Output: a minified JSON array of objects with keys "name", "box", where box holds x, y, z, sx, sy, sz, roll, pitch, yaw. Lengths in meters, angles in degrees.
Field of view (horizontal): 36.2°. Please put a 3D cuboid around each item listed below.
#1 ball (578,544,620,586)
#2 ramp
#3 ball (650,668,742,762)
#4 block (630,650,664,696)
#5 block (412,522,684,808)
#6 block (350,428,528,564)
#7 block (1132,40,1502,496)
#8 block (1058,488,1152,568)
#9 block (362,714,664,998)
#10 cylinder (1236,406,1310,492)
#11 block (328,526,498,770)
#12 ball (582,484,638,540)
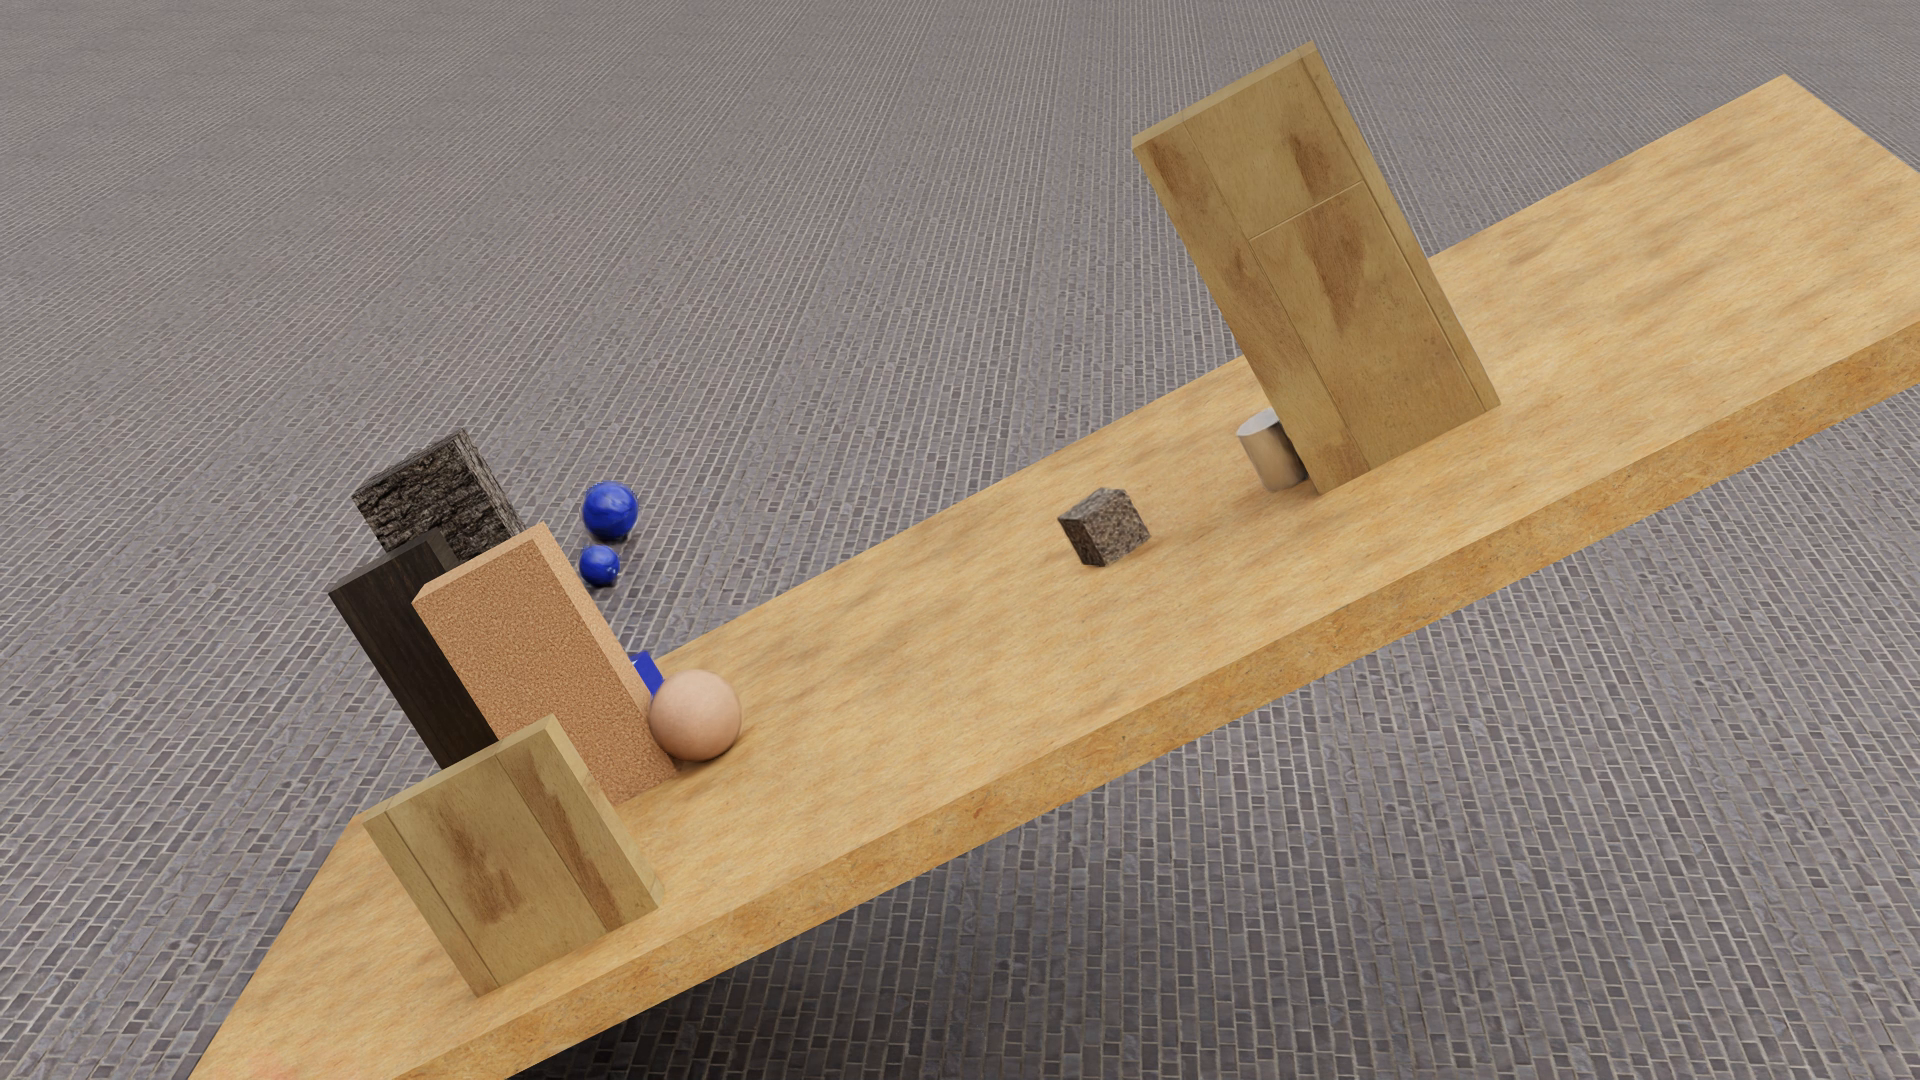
[{"name":"ball","box":[-1.181,0.084,9.628,0.135,0.135,0.135,0,18,0]},{"name":"ramp","box":[0.142,0.167,6.283,4.000,0.100,2.000,-27,14,11]},{"name":"ball","box":[-0.572,0.378,6.369,0.201,0.201,0.201,0,18,0]},{"name":"block","box":[-0.780,0.398,6.755,0.181,0.181,0.181,-23,16,28]},{"name":"block","box":[-0.891,0.304,6.420,0.309,0.612,0.125,-27,14,11]},{"name":"block","box":[-1.112,0.146,7.042,0.285,0.788,0.128,-27,14,11]},{"name":"block","box":[0.696,-0.526,5.739,0.394,0.787,0.131,-27,14,11]},{"name":"block","box":[0.302,-0.027,6.180,0.118,0.118,0.118,-35,15,-18]},{"name":"block","box":[-0.861,0.614,5.690,0.416,0.420,0.081,-27,14,11]},{"name":"cylinder","box":[0.655,-0.190,6.002,0.136,0.136,0.136,-28,14,8]},{"name":"block","box":[-1.158,0.322,6.794,0.269,0.659,0.106,-27,14,11]},{"name":"ball","box":[-1.200,-0.097,10.089,0.193,0.193,0.193,0,18,0]}]
